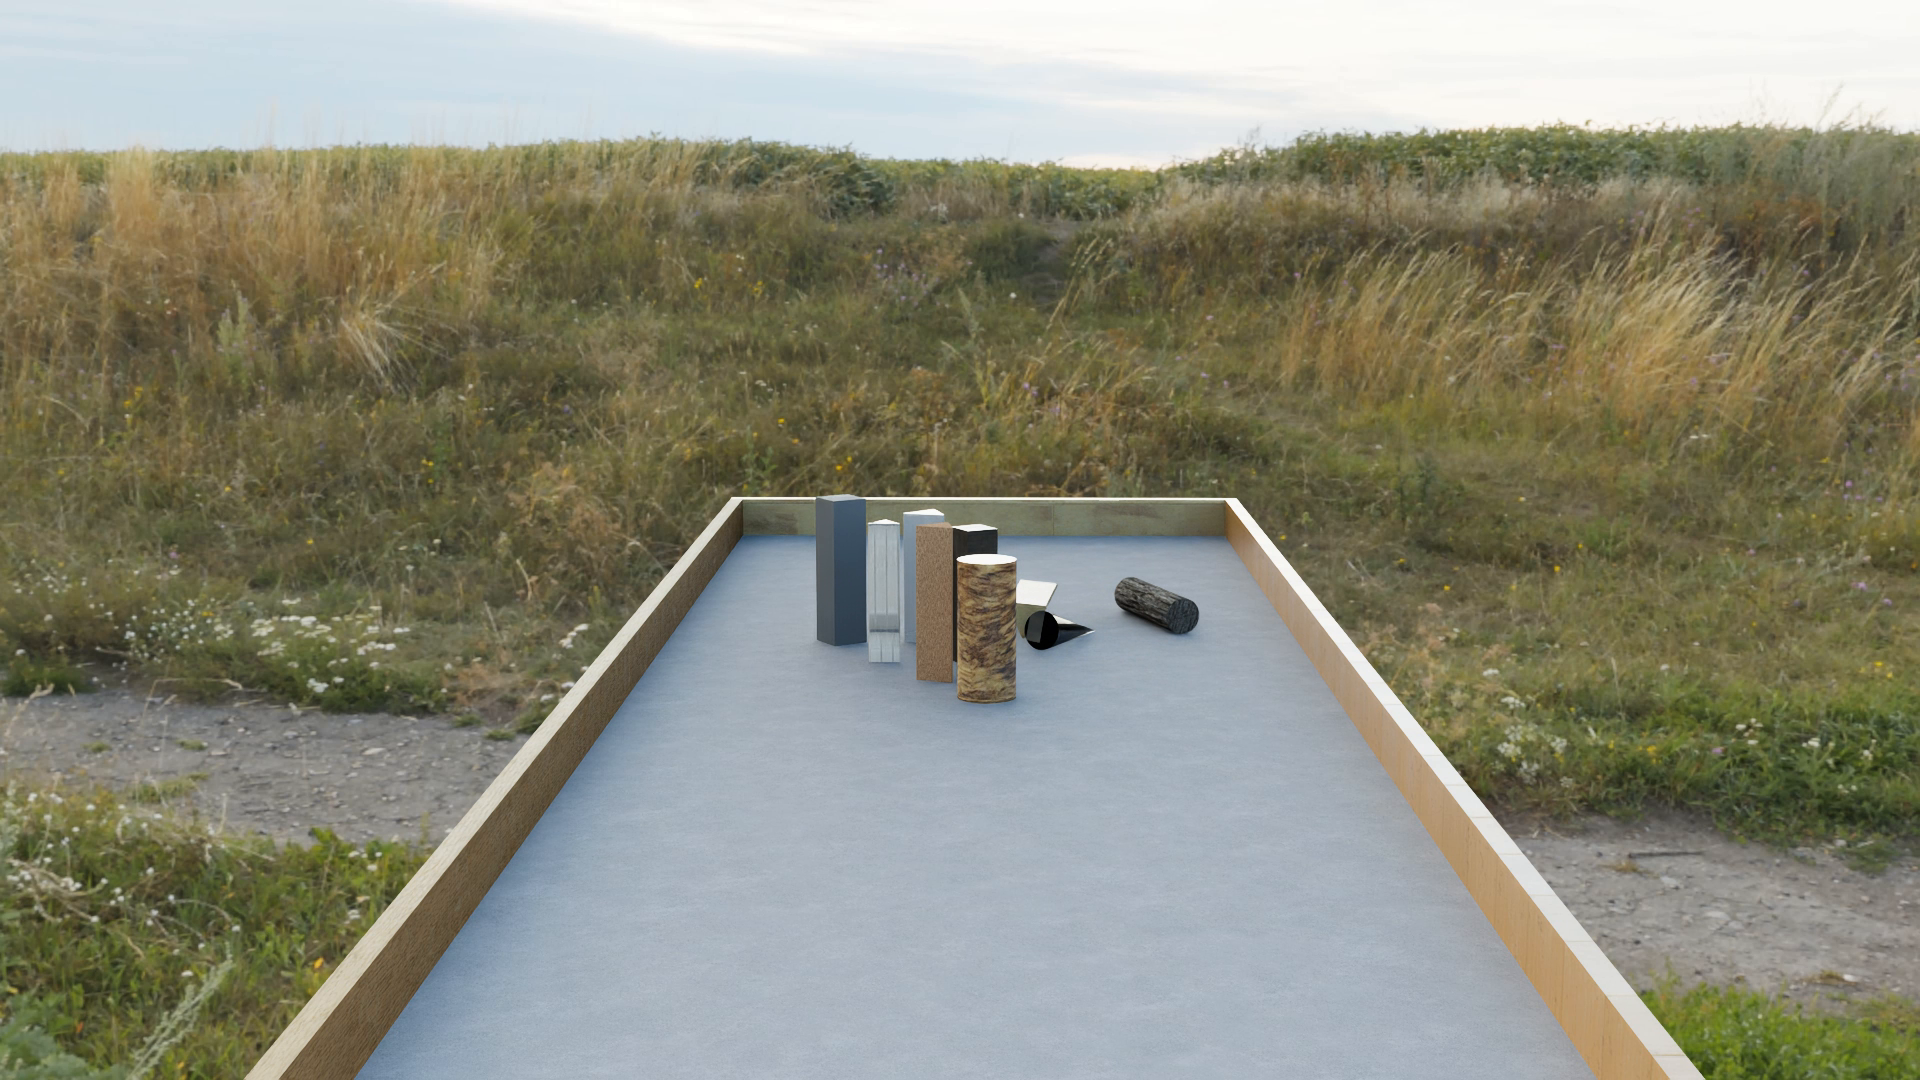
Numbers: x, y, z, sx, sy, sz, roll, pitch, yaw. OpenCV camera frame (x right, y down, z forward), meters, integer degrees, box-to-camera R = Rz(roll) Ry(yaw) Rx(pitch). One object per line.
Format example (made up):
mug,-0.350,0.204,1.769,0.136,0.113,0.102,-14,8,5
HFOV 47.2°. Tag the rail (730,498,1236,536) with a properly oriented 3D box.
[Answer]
rail,0.099,-0.098,9.147,2.100,0.150,0.050,0,9,1

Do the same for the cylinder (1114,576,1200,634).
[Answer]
cylinder,0.649,0.214,7.286,0.116,0.116,0.424,-3,10,-19

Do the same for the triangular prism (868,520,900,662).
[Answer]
triangular prism,-0.228,0.154,6.683,0.093,0.424,0.081,0,9,2

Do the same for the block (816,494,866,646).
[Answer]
block,-0.375,0.094,6.947,0.116,0.460,0.116,-6,11,-32

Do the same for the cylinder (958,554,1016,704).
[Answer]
cylinder,0.075,0.249,6.182,0.167,0.394,0.167,0,9,0

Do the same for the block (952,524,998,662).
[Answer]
block,0.043,0.166,6.650,0.103,0.411,0.103,-5,10,-29

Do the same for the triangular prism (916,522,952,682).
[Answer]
triangular prism,-0.056,0.180,6.421,0.114,0.455,0.099,4,10,23

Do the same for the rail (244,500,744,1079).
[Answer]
rail,-1.004,0.839,3.234,0.050,0.150,12.000,0,9,1

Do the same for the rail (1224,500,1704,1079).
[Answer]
rail,1.046,0.843,3.208,0.050,0.150,12.000,0,9,1

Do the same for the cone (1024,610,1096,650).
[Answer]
cone,0.348,0.288,6.997,0.123,0.123,0.358,6,1,32

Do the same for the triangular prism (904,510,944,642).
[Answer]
triangular prism,-0.099,0.114,6.977,0.132,0.412,0.114,3,9,16

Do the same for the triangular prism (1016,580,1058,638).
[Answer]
triangular prism,0.221,0.200,7.217,0.110,0.127,0.414,36,12,1
